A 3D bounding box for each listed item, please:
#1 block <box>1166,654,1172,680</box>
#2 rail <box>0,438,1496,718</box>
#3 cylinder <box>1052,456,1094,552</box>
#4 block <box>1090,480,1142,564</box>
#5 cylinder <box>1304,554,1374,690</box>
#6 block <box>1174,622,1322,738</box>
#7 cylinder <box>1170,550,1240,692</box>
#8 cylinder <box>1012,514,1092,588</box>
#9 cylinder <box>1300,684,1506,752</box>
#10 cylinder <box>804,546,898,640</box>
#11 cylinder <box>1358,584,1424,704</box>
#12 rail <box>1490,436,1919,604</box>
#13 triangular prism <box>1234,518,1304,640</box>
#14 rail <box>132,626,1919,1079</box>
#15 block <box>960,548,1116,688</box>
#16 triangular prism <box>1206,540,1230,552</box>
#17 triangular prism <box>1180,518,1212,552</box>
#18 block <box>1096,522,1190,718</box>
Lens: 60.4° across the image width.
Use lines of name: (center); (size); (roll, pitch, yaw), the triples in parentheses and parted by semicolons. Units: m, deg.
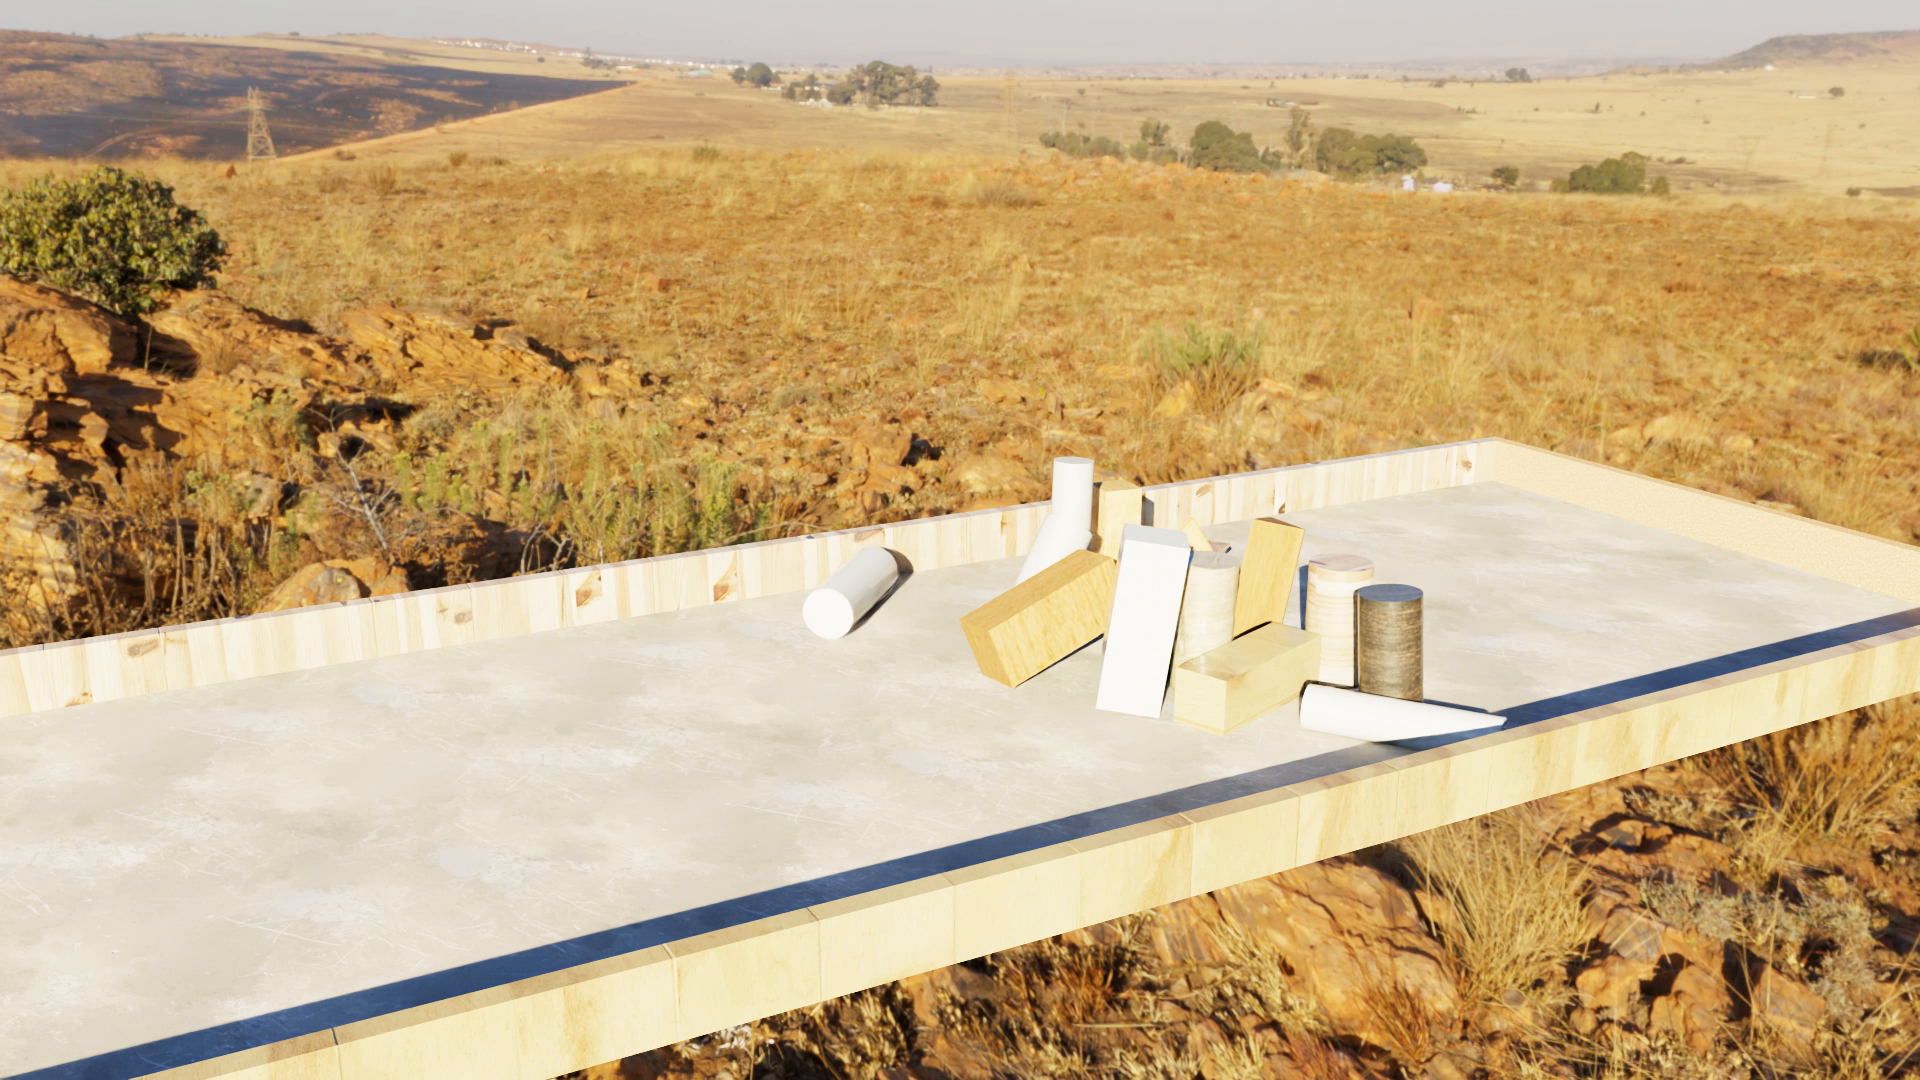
block: (0.583, 0.234, 4.314); (0.138, 0.138, 0.418); (12, 20, 36)
rail: (-3.305, 0.497, 3.399); (12.000, 0.150, 0.050); (-9, 18, -27)
cylinder: (0.307, -0.009, 4.605); (0.113, 0.433, 0.113); (2, 13, 0)
block: (0.451, -0.009, 4.831); (0.114, 0.312, 0.114); (-6, 17, -20)
cylinder: (0.945, 0.202, 4.126); (0.159, 0.306, 0.159); (0, 16, 0)
block: (0.698, 0.332, 3.982); (0.138, 0.138, 0.424); (14, 22, 40)
cylinder: (0.600, 0.206, 4.059); (0.148, 0.331, 0.148); (2, 17, 0)
cylinder: (0.232, 0.098, 4.445); (0.140, 0.304, 0.140); (24, -12, 6)
cylinder: (1.004, 0.417, 3.747); (0.440, 0.107, 0.107); (8, 18, 26)
cylinder: (-0.301, 0.143, 4.616); (0.142, 0.142, 0.413); (4, 17, 14)
cylinder: (1.007, 0.272, 3.856); (0.148, 0.312, 0.148); (-4, 15, 1)
rail: (2.466, -0.048, 5.253); (0.050, 0.150, 2.100); (-9, 18, -27)
triangular prism: (0.793, 0.114, 4.349); (0.136, 0.341, 0.118); (12, 9, -1)
rail: (-2.336, 1.006, 1.665); (12.000, 0.150, 0.050); (-9, 18, -27)
block: (0.219, 0.193, 4.156); (0.381, 0.163, 0.163); (-30, 19, -20)
triangular prism: (0.667, 0.076, 4.832); (0.100, 0.116, 0.391); (37, 27, 12)
triangular prism: (0.552, 0.094, 4.557); (0.140, 0.121, 0.407); (15, 42, 31)
block: (0.431, 0.190, 3.926); (0.151, 0.422, 0.151); (9, 16, 2)
